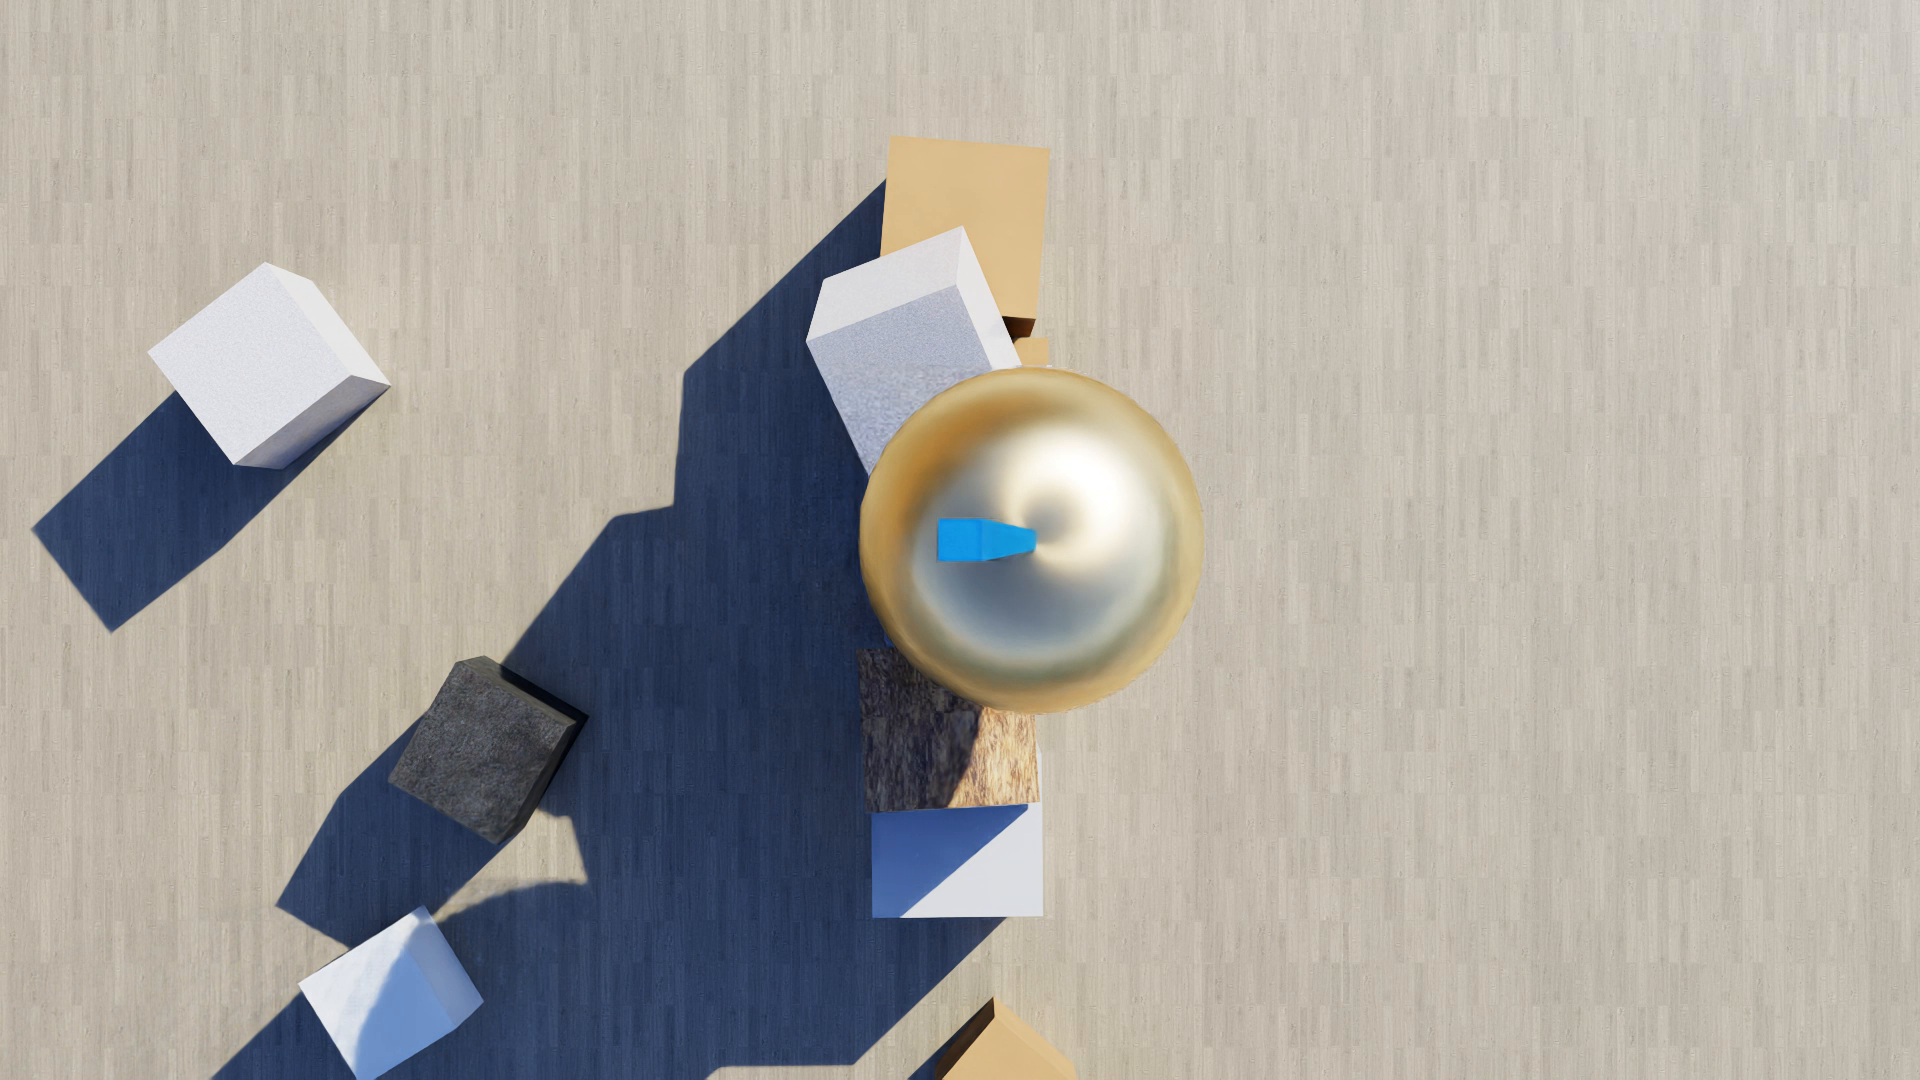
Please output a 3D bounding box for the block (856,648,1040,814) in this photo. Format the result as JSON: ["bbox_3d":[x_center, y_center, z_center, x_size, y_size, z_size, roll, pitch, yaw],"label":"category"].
[{"bbox_3d":[-0.062,1.006,11.706,0.898,0.752,0.838,-3,83,0],"label":"block"}]

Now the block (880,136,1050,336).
[{"bbox_3d":[0.018,-1.698,12.460,0.871,1.080,0.926,5,90,0],"label":"block"}]

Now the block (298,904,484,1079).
[{"bbox_3d":[-3.256,2.603,12.644,0.623,0.712,0.679,-32,90,0],"label":"block"}]

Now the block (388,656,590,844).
[{"bbox_3d":[-2.693,1.191,12.632,0.718,0.737,0.765,30,90,0],"label":"block"}]

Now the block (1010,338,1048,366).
[{"bbox_3d":[-0.005,-0.644,12.602,0.991,0.795,0.957,0,90,0],"label":"block"}]

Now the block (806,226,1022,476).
[{"bbox_3d":[-0.207,-0.957,11.511,0.811,0.990,0.892,-20,113,11],"label":"block"}]

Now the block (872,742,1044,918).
[{"bbox_3d":[-0.016,1.623,12.531,0.935,0.937,0.890,-1,90,0],"label":"block"}]

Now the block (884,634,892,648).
[{"bbox_3d":[-0.013,0.070,11.828,0.790,0.818,0.829,-2,99,0],"label":"block"}]

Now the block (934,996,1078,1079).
[{"bbox_3d":[0.263,3.101,12.713,0.623,0.574,0.533,40,90,0],"label":"block"}]

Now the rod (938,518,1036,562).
[{"bbox_3d":[0.141,0.000,6.734,0.080,5.200,0.080,0,90,3],"label":"rod"}]

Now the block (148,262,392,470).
[{"bbox_3d":[-3.920,-0.975,12.564,0.817,0.872,0.782,-37,90,0],"label":"block"}]

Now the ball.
[{"bbox_3d":[0.326,0.000,10.129,1.600,1.600,1.600,0,90,0],"label":"ball"}]
